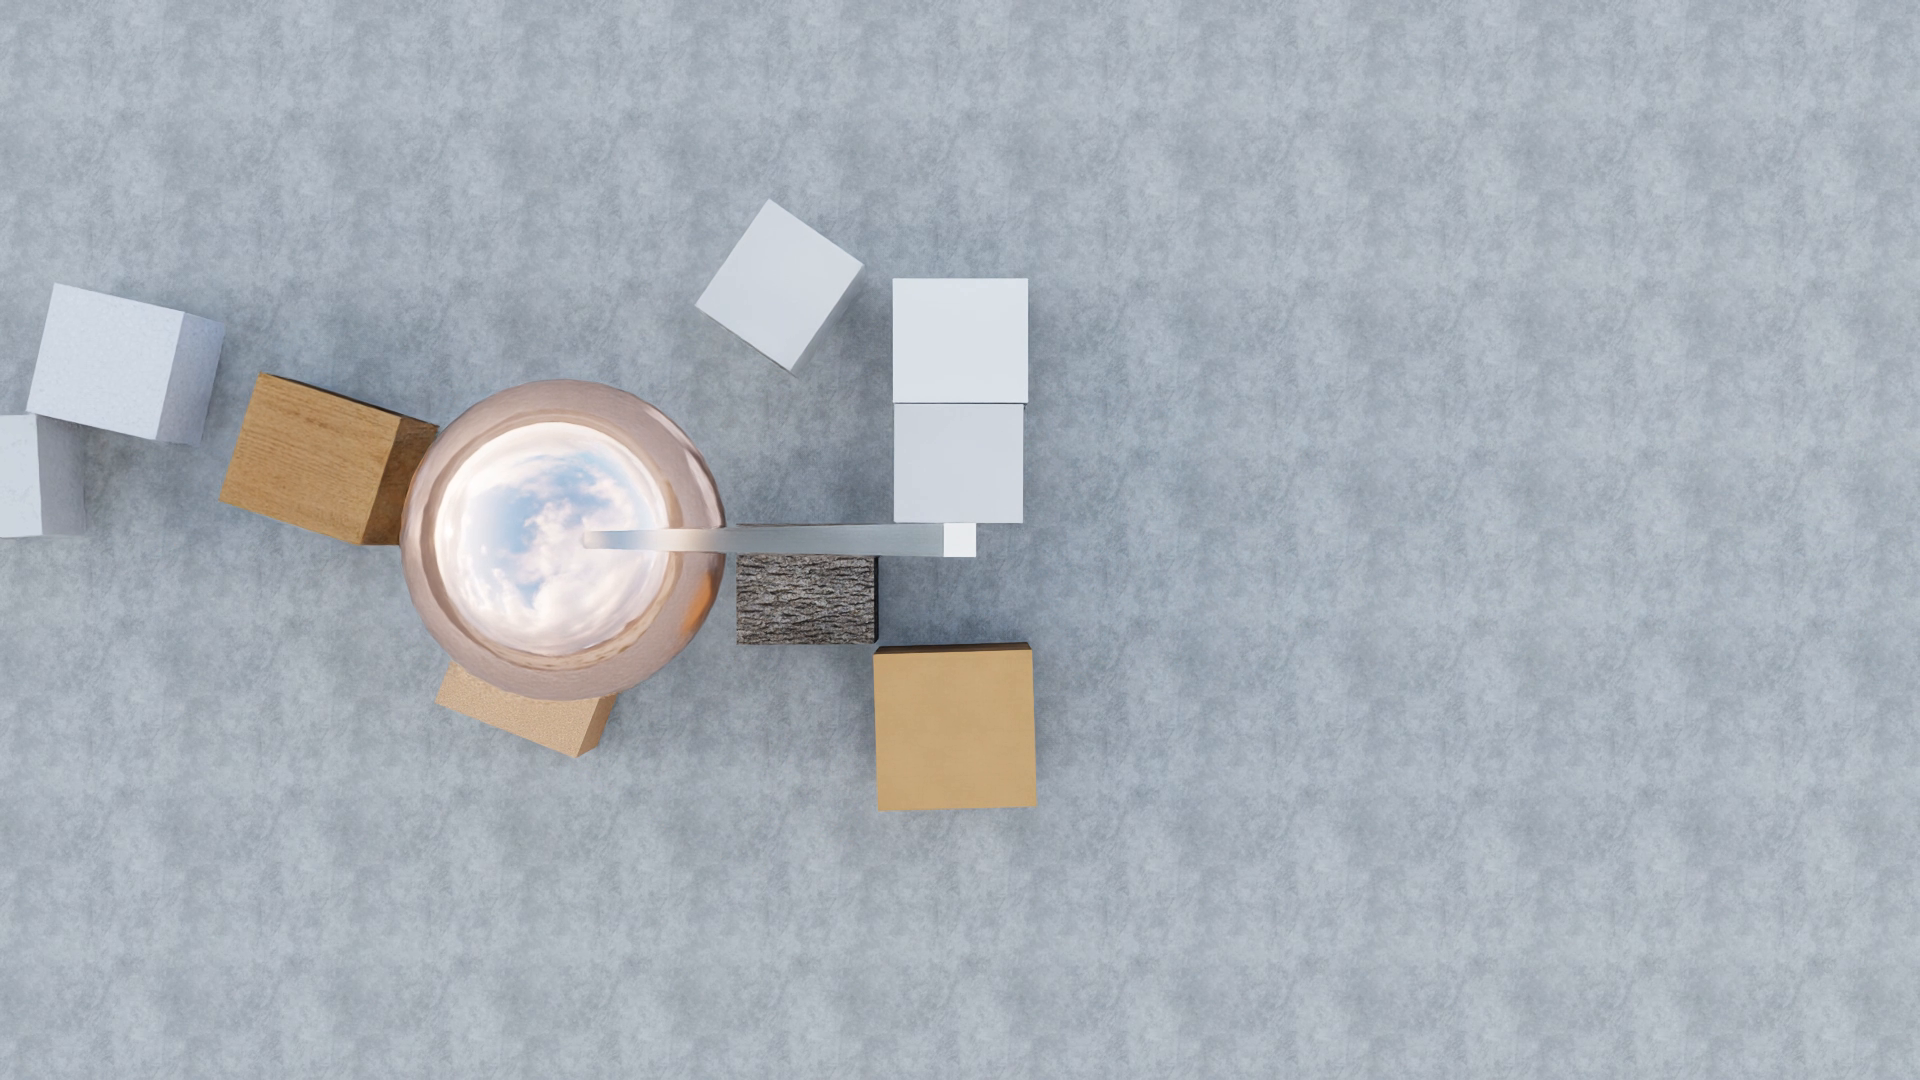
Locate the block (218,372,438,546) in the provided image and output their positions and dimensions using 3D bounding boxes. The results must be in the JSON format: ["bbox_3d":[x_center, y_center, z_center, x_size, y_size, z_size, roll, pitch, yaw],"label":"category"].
[{"bbox_3d":[-3.586,-0.446,12.562,0.821,0.875,0.746,18,90,0],"label":"block"}]

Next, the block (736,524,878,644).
[{"bbox_3d":[-0.866,0.246,12.648,0.769,0.703,0.677,0,90,0],"label":"block"}]

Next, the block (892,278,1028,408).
[{"bbox_3d":[0.003,-1.117,12.653,0.756,0.694,0.693,0,90,0],"label":"block"}]

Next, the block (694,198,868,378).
[{"bbox_3d":[-1.017,-1.434,12.678,0.648,0.644,0.730,35,90,0],"label":"block"}]

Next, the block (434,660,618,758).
[{"bbox_3d":[-2.410,0.732,12.640,0.849,0.721,0.712,21,90,0],"label":"block"}]

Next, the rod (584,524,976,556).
[{"bbox_3d":[-0.847,0.000,7.676,0.080,5.200,0.080,0,90,-19],"label":"rod"}]

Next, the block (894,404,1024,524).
[{"bbox_3d":[-0.008,-0.429,12.656,0.720,0.688,0.664,0,90,0],"label":"block"}]

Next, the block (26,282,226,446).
[{"bbox_3d":[-4.777,-0.997,12.643,0.741,0.714,0.736,13,90,0],"label":"block"}]

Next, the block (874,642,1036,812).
[{"bbox_3d":[-0.027,1.046,12.539,0.874,0.923,0.861,-2,90,0],"label":"block"}]

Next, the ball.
[{"bbox_3d":[-1.953,0.000,10.891,1.600,1.600,1.600,0,90,0],"label":"ball"}]

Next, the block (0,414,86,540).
[{"bbox_3d":[-5.532,-0.349,12.694,0.691,0.612,0.685,-3,90,0],"label":"block"}]
